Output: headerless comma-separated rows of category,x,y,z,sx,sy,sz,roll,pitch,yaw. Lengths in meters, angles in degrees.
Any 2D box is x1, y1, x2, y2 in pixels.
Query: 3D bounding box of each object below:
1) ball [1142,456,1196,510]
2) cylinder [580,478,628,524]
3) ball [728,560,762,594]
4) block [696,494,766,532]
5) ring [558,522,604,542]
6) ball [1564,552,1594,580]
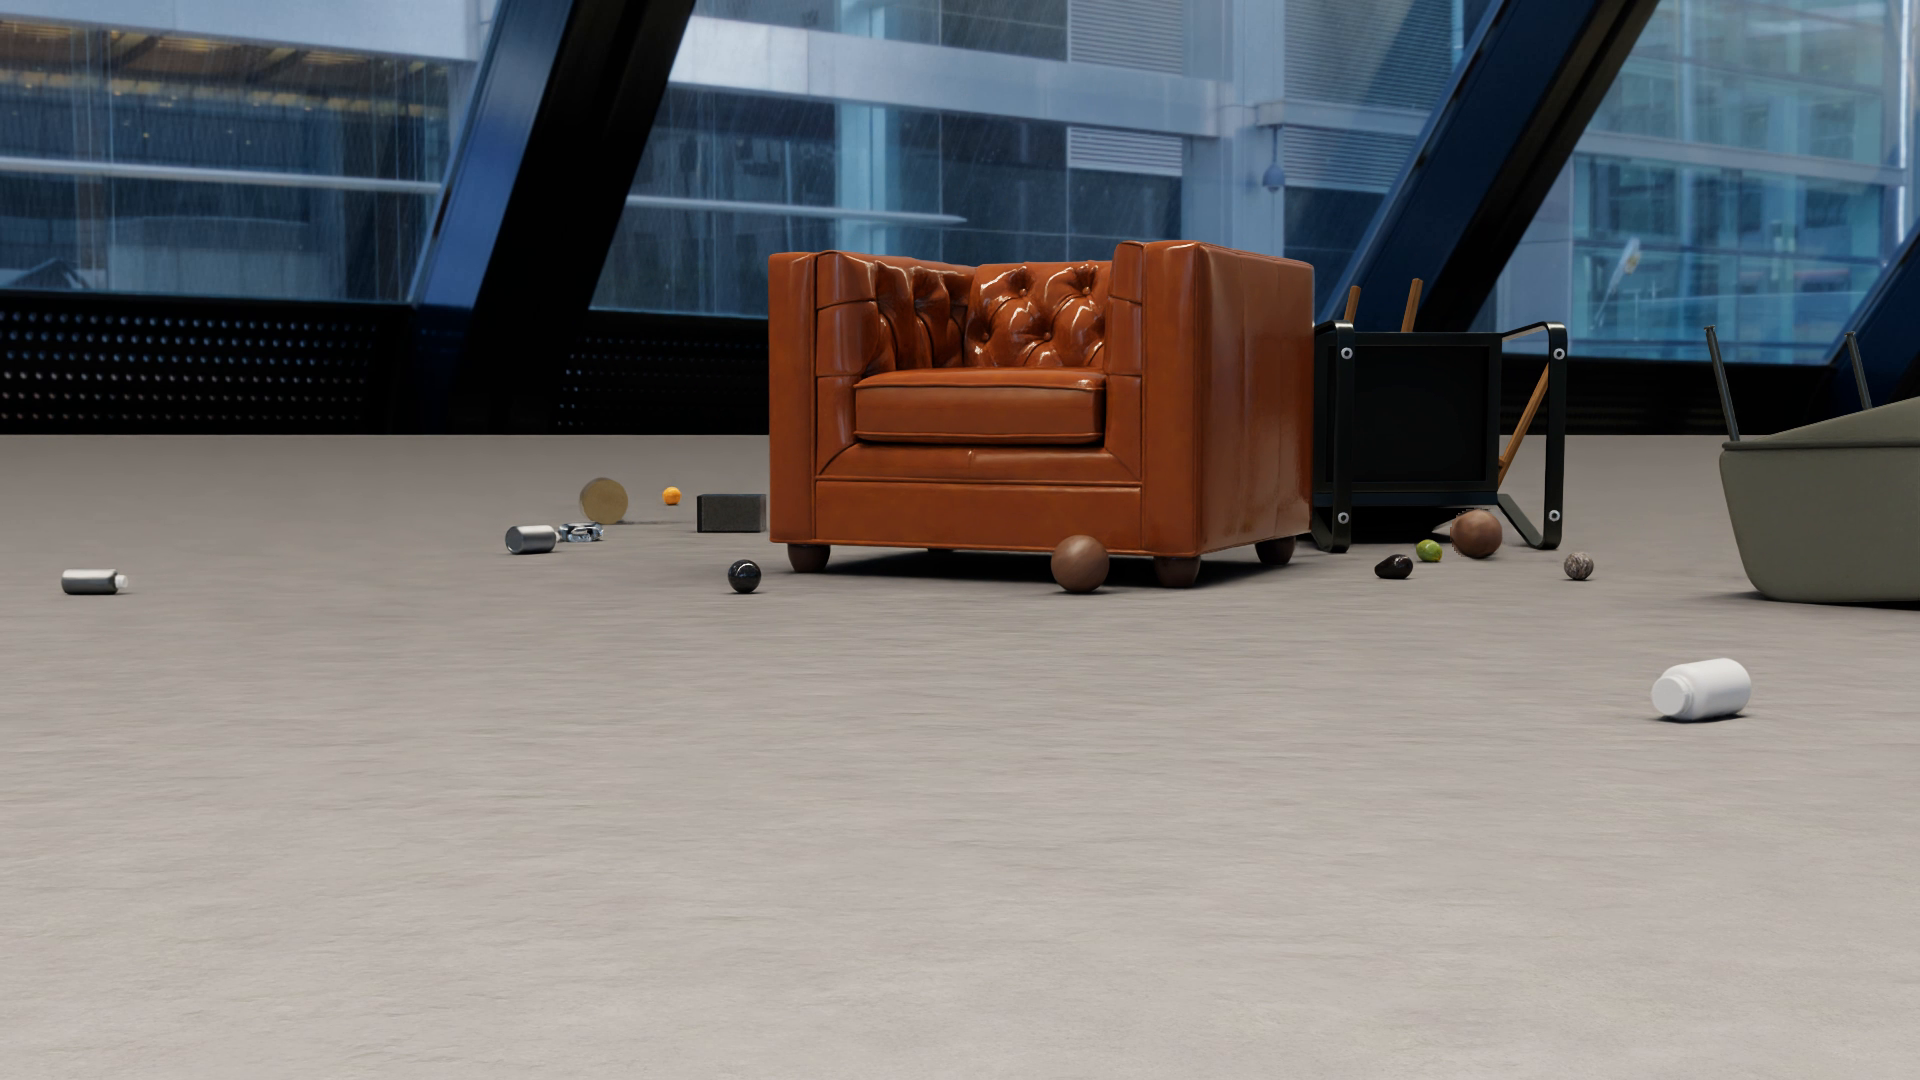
ball,0.779,-0.212,8.192,0.198,0.198,0.198,0,4,0
cylinder,-1.191,-0.131,7.345,0.147,0.153,0.170,34,-5,-14
ball,-0.474,0.080,4.837,0.075,0.075,0.075,0,4,0
block,-0.721,-0.085,6.951,0.197,0.114,0.161,0,4,2
ring,-1.125,-0.023,6.517,0.133,0.050,0.150,-3,6,-24
ball,1.455,0.061,5.172,0.067,0.067,0.067,0,4,0
